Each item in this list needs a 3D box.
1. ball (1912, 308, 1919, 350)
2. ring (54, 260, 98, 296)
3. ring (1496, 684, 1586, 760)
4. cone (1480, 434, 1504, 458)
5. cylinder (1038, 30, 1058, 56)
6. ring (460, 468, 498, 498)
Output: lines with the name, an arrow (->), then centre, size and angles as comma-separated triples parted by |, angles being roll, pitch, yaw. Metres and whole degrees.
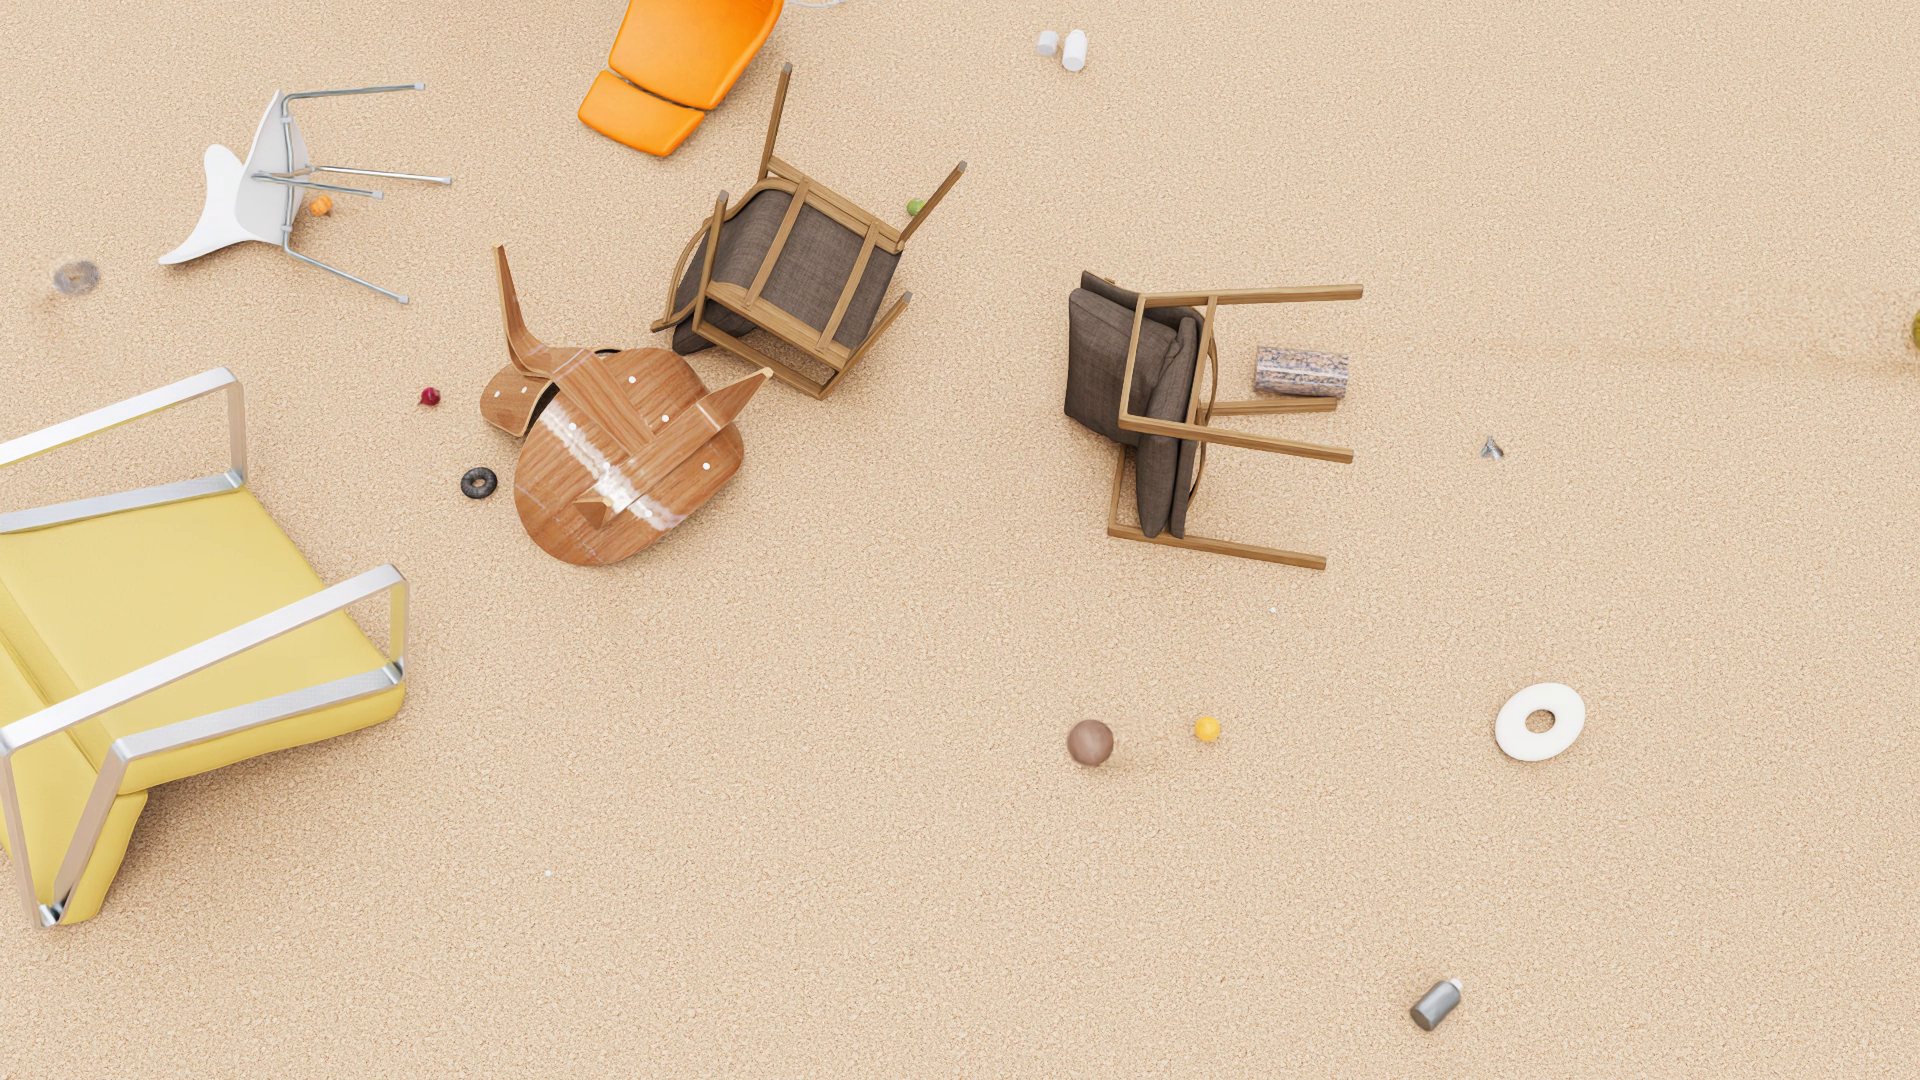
ball -> 3.102, -0.664, 6.884 | 0.225, 0.225, 0.225 | 0, 56, 0
ring -> -2.857, -0.848, 7.108 | 0.133, 0.050, 0.150 | 17, 50, 5
ring -> 1.635, 0.511, 6.198 | 0.298, 0.056, 0.211 | -35, 62, -21
cone -> 1.633, -0.296, 6.761 | 0.073, 0.040, 0.091 | 5, 44, 5
cylinder -> 0.309, -1.740, 7.707 | 0.065, 0.057, 0.067 | -2, 53, 26
ring -> -1.459, -0.173, 6.668 | 0.113, 0.038, 0.110 | -34, 62, -19
